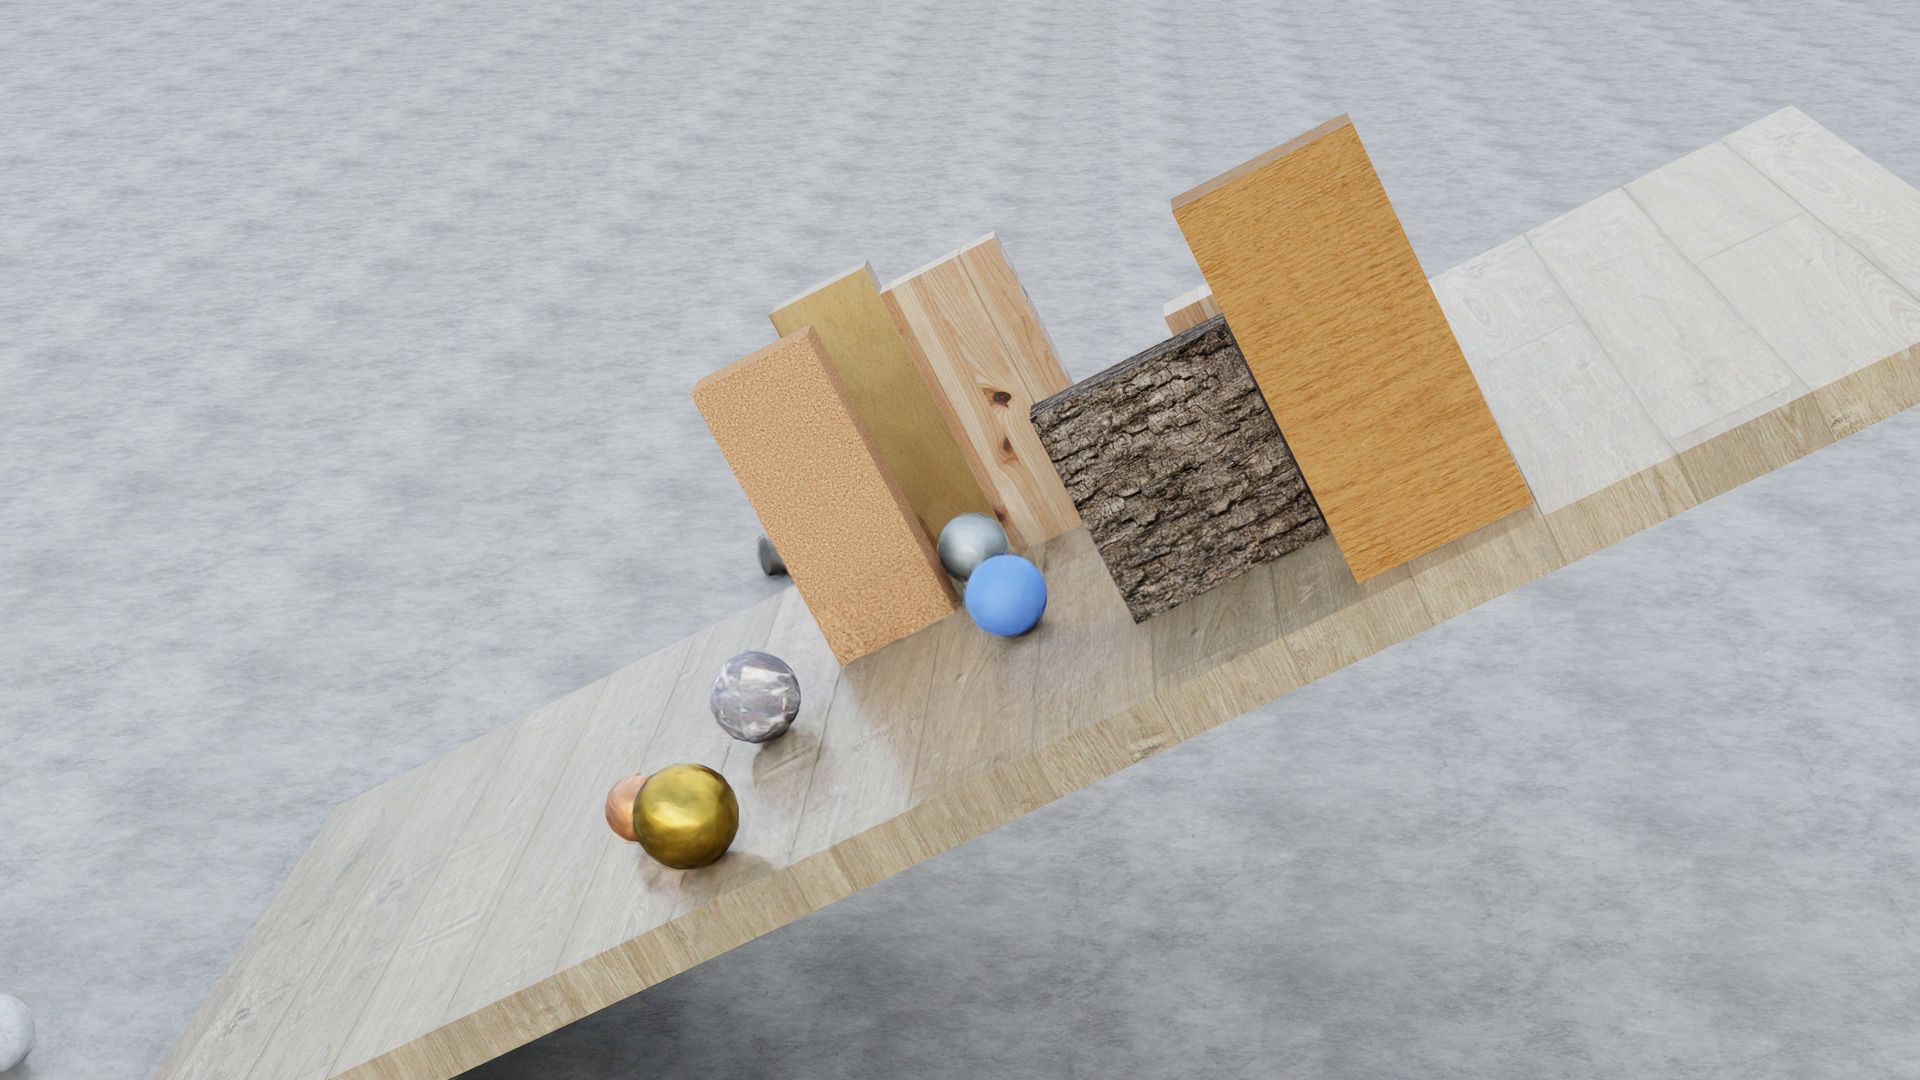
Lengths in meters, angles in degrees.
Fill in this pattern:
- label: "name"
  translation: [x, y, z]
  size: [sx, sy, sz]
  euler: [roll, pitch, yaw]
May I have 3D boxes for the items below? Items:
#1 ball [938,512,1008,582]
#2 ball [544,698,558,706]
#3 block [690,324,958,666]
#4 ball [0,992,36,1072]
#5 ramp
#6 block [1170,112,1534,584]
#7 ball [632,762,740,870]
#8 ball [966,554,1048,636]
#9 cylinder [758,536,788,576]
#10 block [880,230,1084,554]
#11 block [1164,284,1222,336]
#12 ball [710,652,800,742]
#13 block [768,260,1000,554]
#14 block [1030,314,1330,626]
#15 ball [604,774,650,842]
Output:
- label: "ball"
  translation: [0.028, 0.018, 6.500]
  size: [0.155, 0.155, 0.155]
  euler: [0, 17, 0]
- label: "ball"
  translation: [-1.105, 0.519, 8.162]
  size: [0.159, 0.159, 0.159]
  euler: [0, 17, 0]
- label: "block"
  translation: [-0.291, -0.095, 6.403]
  size: [0.282, 0.687, 0.127]
  euler: [-26, 14, 10]
- label: "ball"
  translation: [-2.085, 1.063, 6.345]
  size: [0.173, 0.173, 0.173]
  euler: [0, 17, 0]
- label: "ramp"
  translation: [0.140, 0.168, 6.281]
  size: [4.000, 0.100, 2.000]
  euler: [-26, 14, 10]
- label: "block"
  translation: [0.695, -0.335, 5.213]
  size: [0.343, 0.756, 0.119]
  euler: [-26, 14, 10]
- label: "ball"
  translation: [-0.523, 0.527, 5.616]
  size: [0.205, 0.205, 0.205]
  euler: [0, 17, 0]
- label: "ball"
  translation: [0.094, 0.113, 6.002]
  size: [0.168, 0.168, 0.168]
  euler: [0, 17, 0]
- label: "cylinder"
  translation: [-0.586, 0.044, 9.769]
  size: [0.130, 0.130, 0.130]
  euler: [-8, 19, -21]
- label: "block"
  translation: [0.103, -0.324, 6.520]
  size: [0.280, 0.664, 0.091]
  euler: [-26, 14, 10]
- label: "block"
  translation: [0.685, -0.348, 5.923]
  size: [0.388, 0.453, 0.119]
  euler: [-26, 14, 10]
- label: "ball"
  translation: [-0.430, 0.330, 6.180]
  size: [0.191, 0.191, 0.191]
  euler: [0, 17, 0]
- label: "block"
  translation: [-0.172, -0.292, 6.893]
  size: [0.252, 0.685, 0.093]
  euler: [-26, 14, 10]
- label: "block"
  translation: [0.421, -0.134, 5.647]
  size: [0.409, 0.459, 0.104]
  euler: [-26, 14, 10]
- label: "ball"
  translation: [-0.650, 0.542, 5.948]
  size: [0.138, 0.138, 0.138]
  euler: [0, 17, 0]
